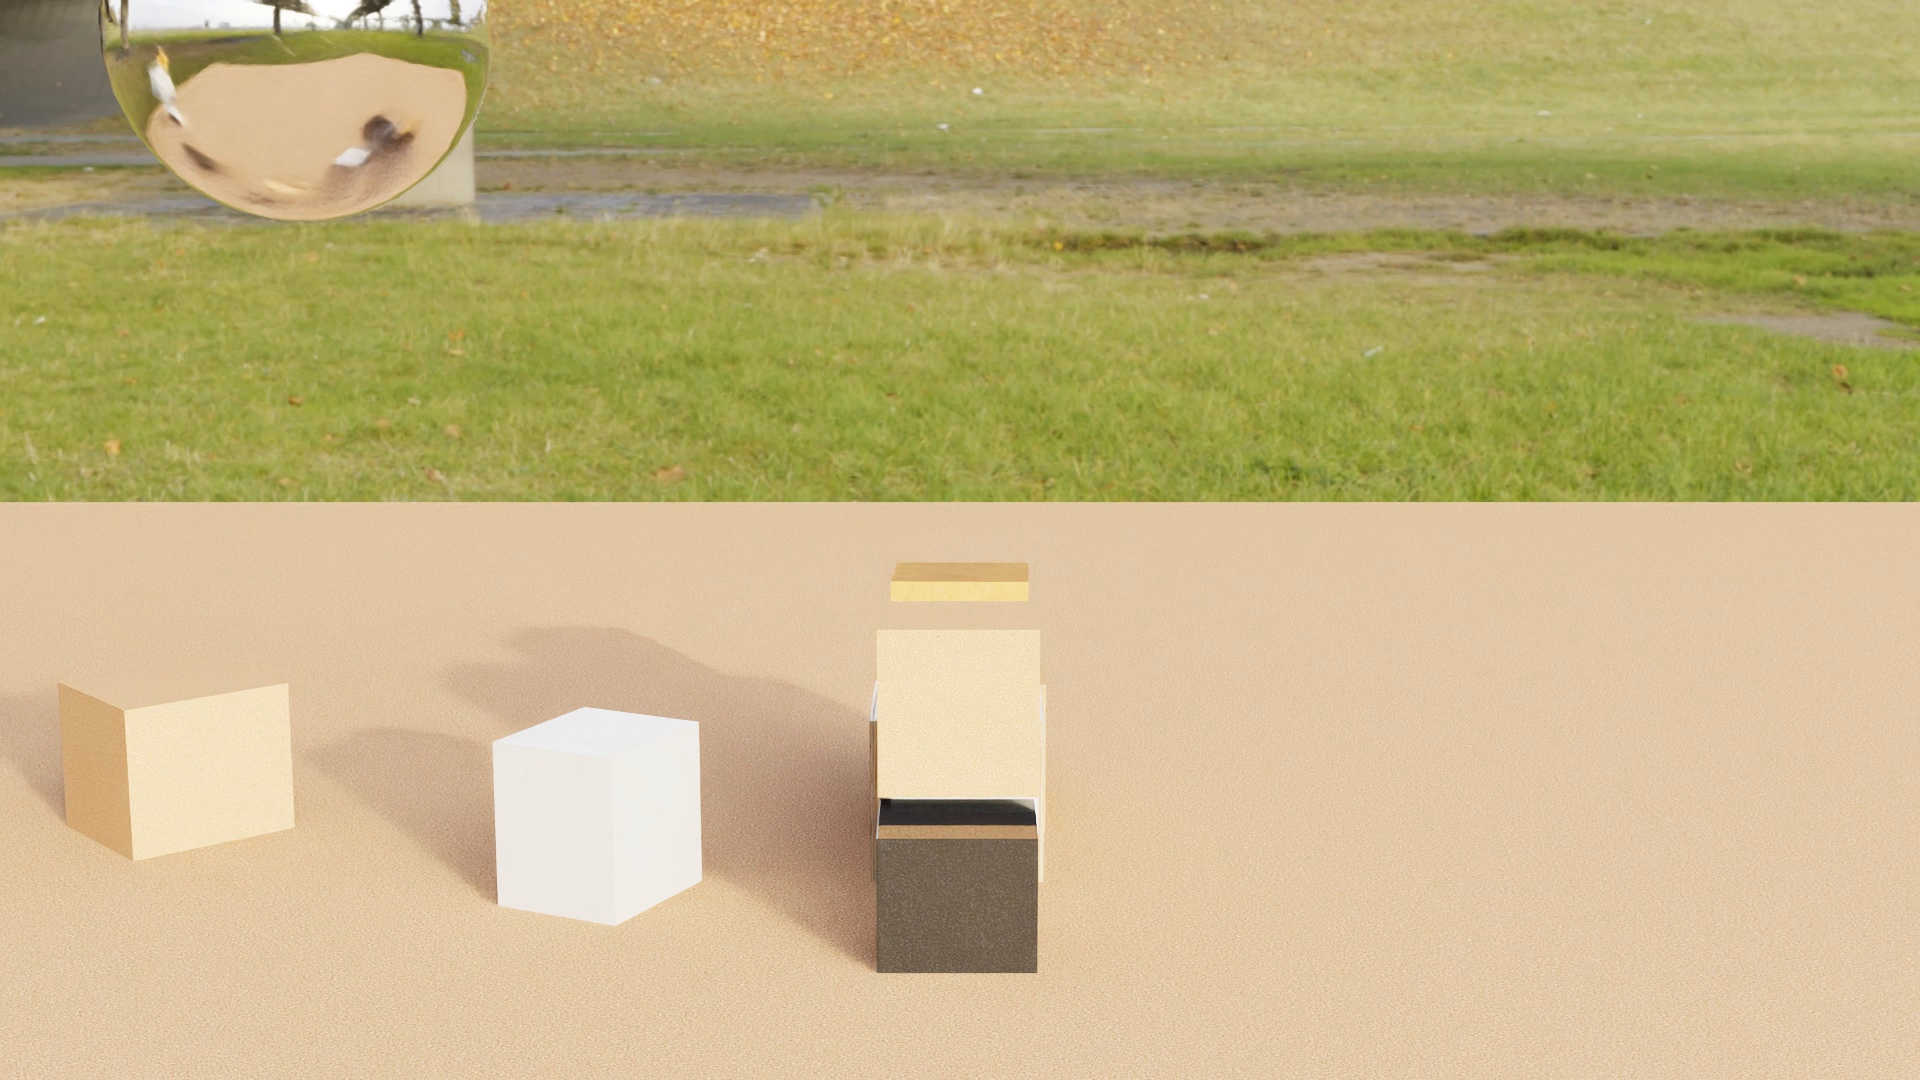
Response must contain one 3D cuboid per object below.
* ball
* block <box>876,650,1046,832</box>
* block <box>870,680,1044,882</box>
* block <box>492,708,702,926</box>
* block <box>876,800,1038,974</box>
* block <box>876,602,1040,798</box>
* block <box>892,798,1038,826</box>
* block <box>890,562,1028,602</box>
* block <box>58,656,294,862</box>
[{"bbox_3d":[-2.781,-2.144,10.790,1.600,1.600,1.600,0,10,0],"label":"ball"},{"bbox_3d":[0.003,0.955,12.326,0.793,0.711,0.743,0,10,0],"label":"block"},{"bbox_3d":[-0.012,1.079,11.587,0.761,0.731,0.745,0,10,0],"label":"block"},{"bbox_3d":[-1.556,1.178,11.071,0.599,0.721,0.678,5,11,26],"label":"block"},{"bbox_3d":[-0.011,1.391,10.367,0.635,0.553,0.557,0,10,0],"label":"block"},{"bbox_3d":[-0.006,0.651,10.624,0.655,0.694,0.573,0,10,0],"label":"block"},{"bbox_3d":[0.020,1.259,10.931,0.609,0.612,0.580,0,10,0],"label":"block"},{"bbox_3d":[0.006,0.396,11.925,0.621,0.501,0.630,0,7,1],"label":"block"},{"bbox_3d":[-3.679,1.010,12.053,0.795,0.700,0.737,-9,14,-41],"label":"block"}]
